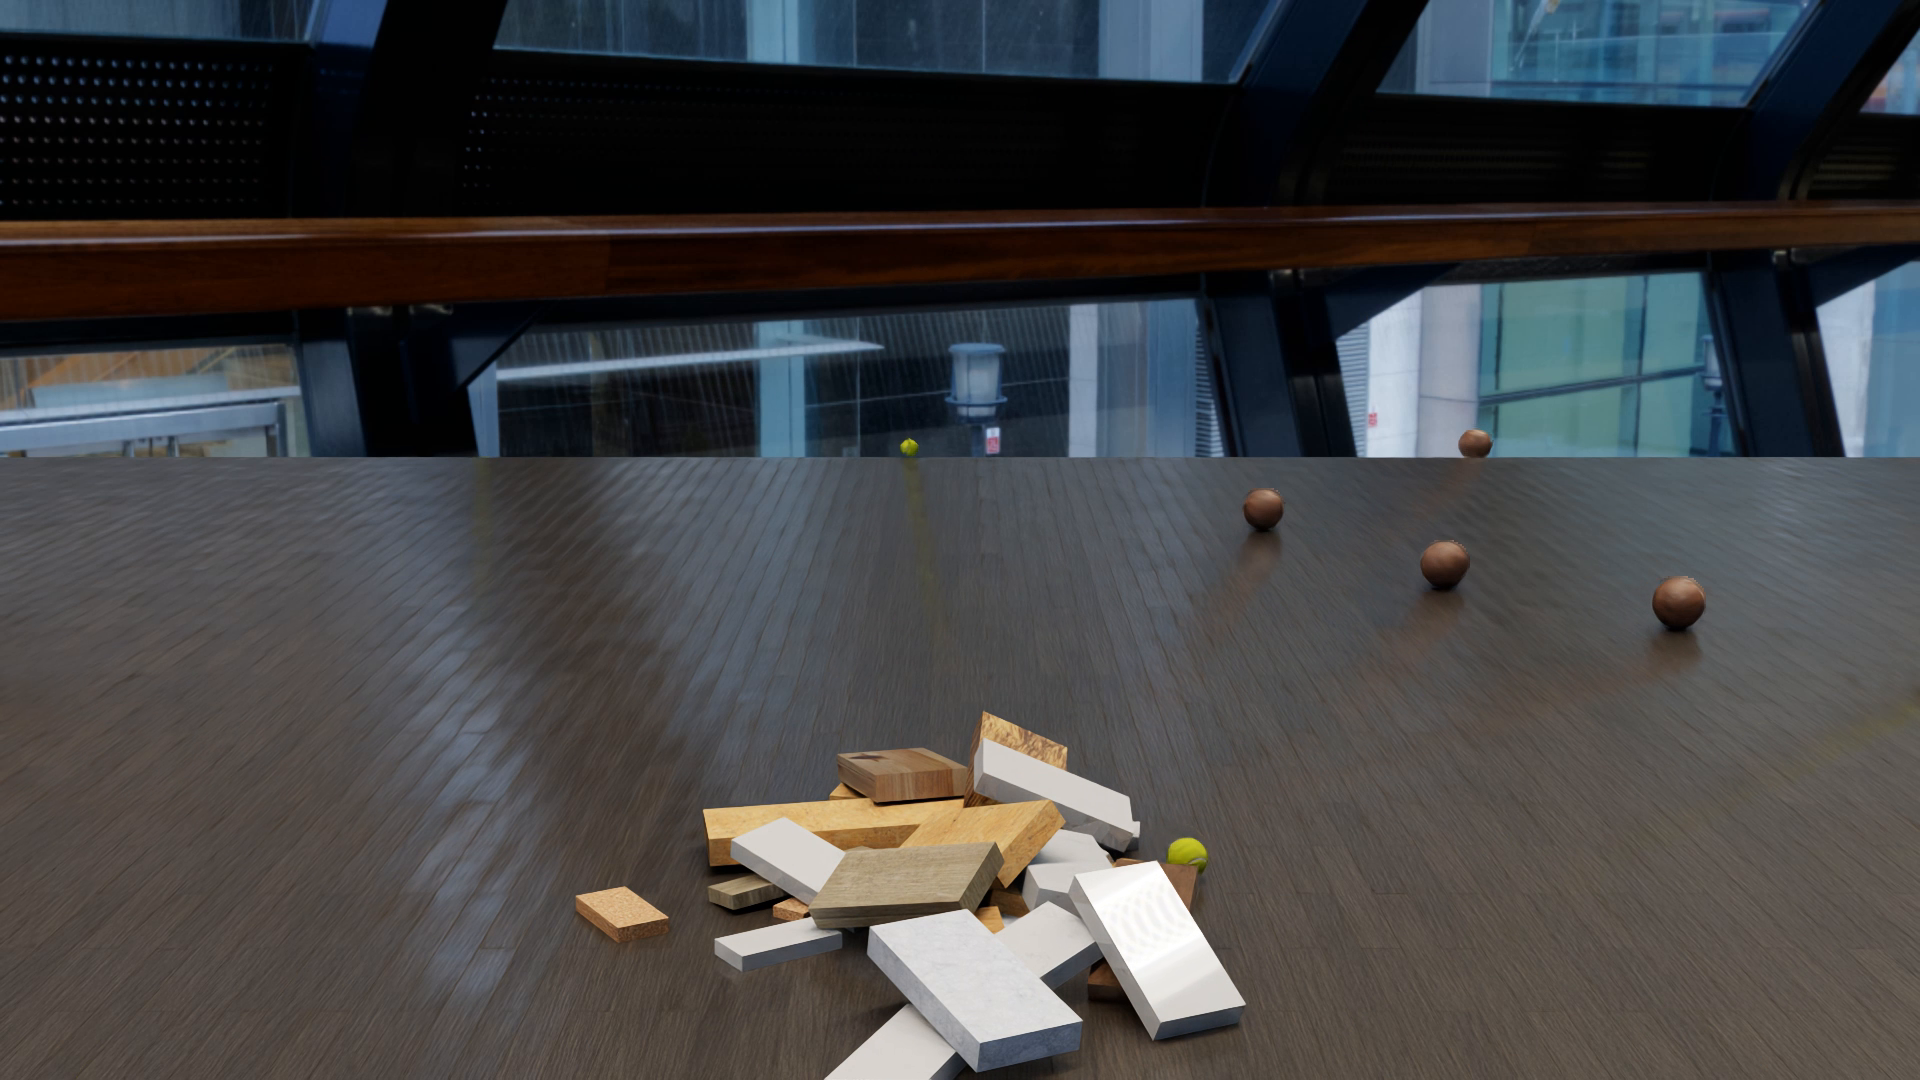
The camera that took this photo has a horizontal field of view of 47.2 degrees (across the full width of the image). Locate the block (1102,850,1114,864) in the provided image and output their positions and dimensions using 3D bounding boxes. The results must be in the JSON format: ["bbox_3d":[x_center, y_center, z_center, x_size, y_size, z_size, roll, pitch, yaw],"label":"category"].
[{"bbox_3d":[0.199,0.544,3.763,0.072,0.020,0.143,-37,22,-14],"label":"block"}]

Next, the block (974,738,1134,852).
[{"bbox_3d":[0.162,0.442,3.818,0.283,0.040,0.141,23,18,-7],"label":"block"}]

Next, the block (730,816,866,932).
[{"bbox_3d":[-0.233,0.547,3.611,0.294,0.034,0.120,24,29,37],"label":"block"}]

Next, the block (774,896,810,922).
[{"bbox_3d":[-0.240,0.595,3.594,0.064,0.018,0.128,7,13,35],"label":"block"}]

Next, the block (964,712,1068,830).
[{"bbox_3d":[0.102,0.425,3.930,0.171,0.048,0.342,24,18,-4],"label":"block"}]

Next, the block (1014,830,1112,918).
[{"bbox_3d":[0.166,0.535,3.528,0.161,0.046,0.337,12,9,-11],"label":"block"}]

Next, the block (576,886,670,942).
[{"bbox_3d":[-0.544,0.602,3.538,0.087,0.025,0.174,-6,12,-31],"label":"block"}]

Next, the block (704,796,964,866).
[{"bbox_3d":[-0.183,0.505,3.875,0.526,0.048,0.171,-3,11,-9],"label":"block"}]

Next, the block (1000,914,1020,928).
[{"bbox_3d":[0.085,0.603,3.430,0.088,0.025,0.175,17,9,19],"label":"block"}]

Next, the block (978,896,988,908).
[{"bbox_3d":[-0.008,0.584,3.648,0.072,0.020,0.143,-6,12,-28],"label":"block"}]

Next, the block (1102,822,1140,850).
[{"bbox_3d":[0.160,0.526,3.945,0.322,0.025,0.088,1,11,6],"label":"block"}]

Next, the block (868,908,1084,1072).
[{"bbox_3d":[0.016,0.624,3.071,0.161,0.046,0.322,-5,22,-29],"label":"block"}]

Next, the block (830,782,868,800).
[{"bbox_3d":[-0.183,0.478,4.205,0.088,0.025,0.176,2,11,12],"label":"block"}]

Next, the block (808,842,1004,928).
[{"bbox_3d":[-0.084,0.535,3.407,0.283,0.040,0.141,-9,27,33],"label":"block"}]

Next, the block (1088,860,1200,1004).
[{"bbox_3d":[0.276,0.586,3.289,0.126,0.036,0.252,3,38,14],"label":"block"}]

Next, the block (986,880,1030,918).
[{"bbox_3d":[0.104,0.557,3.557,0.120,0.034,0.239,13,9,-3],"label":"block"}]

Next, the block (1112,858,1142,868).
[{"bbox_3d":[0.271,0.582,3.618,0.120,0.034,0.239,6,12,28],"label":"block"}]

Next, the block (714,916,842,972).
[{"bbox_3d":[-0.281,0.626,3.409,0.176,0.025,0.088,-7,13,-34],"label":"block"}]

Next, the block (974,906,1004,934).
[{"bbox_3d":[0.031,0.617,3.284,0.088,0.025,0.175,-3,32,-12],"label":"block"}]

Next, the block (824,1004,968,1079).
[{"bbox_3d":[-0.101,0.717,2.888,0.126,0.036,0.452,4,11,22],"label":"block"}]

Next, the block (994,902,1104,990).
[{"bbox_3d":[0.083,0.620,3.199,0.252,0.036,0.126,-26,32,-35],"label":"block"}]

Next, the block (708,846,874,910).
[{"bbox_3d":[-0.268,0.563,3.677,0.300,0.025,0.087,-10,7,-33],"label":"block"}]

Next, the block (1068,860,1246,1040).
[{"bbox_3d":[0.283,0.591,3.190,0.141,0.040,0.283,-5,41,-26],"label":"block"}]

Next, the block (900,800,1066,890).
[{"bbox_3d":[0.013,0.501,3.576,0.161,0.046,0.322,-43,17,-34],"label":"block"}]

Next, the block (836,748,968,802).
[{"bbox_3d":[-0.110,0.434,4.087,0.171,0.048,0.342,-3,2,-15],"label":"block"}]

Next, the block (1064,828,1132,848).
[{"bbox_3d":[0.216,0.513,3.883,0.174,0.025,0.087,0,19,2],"label":"block"}]
